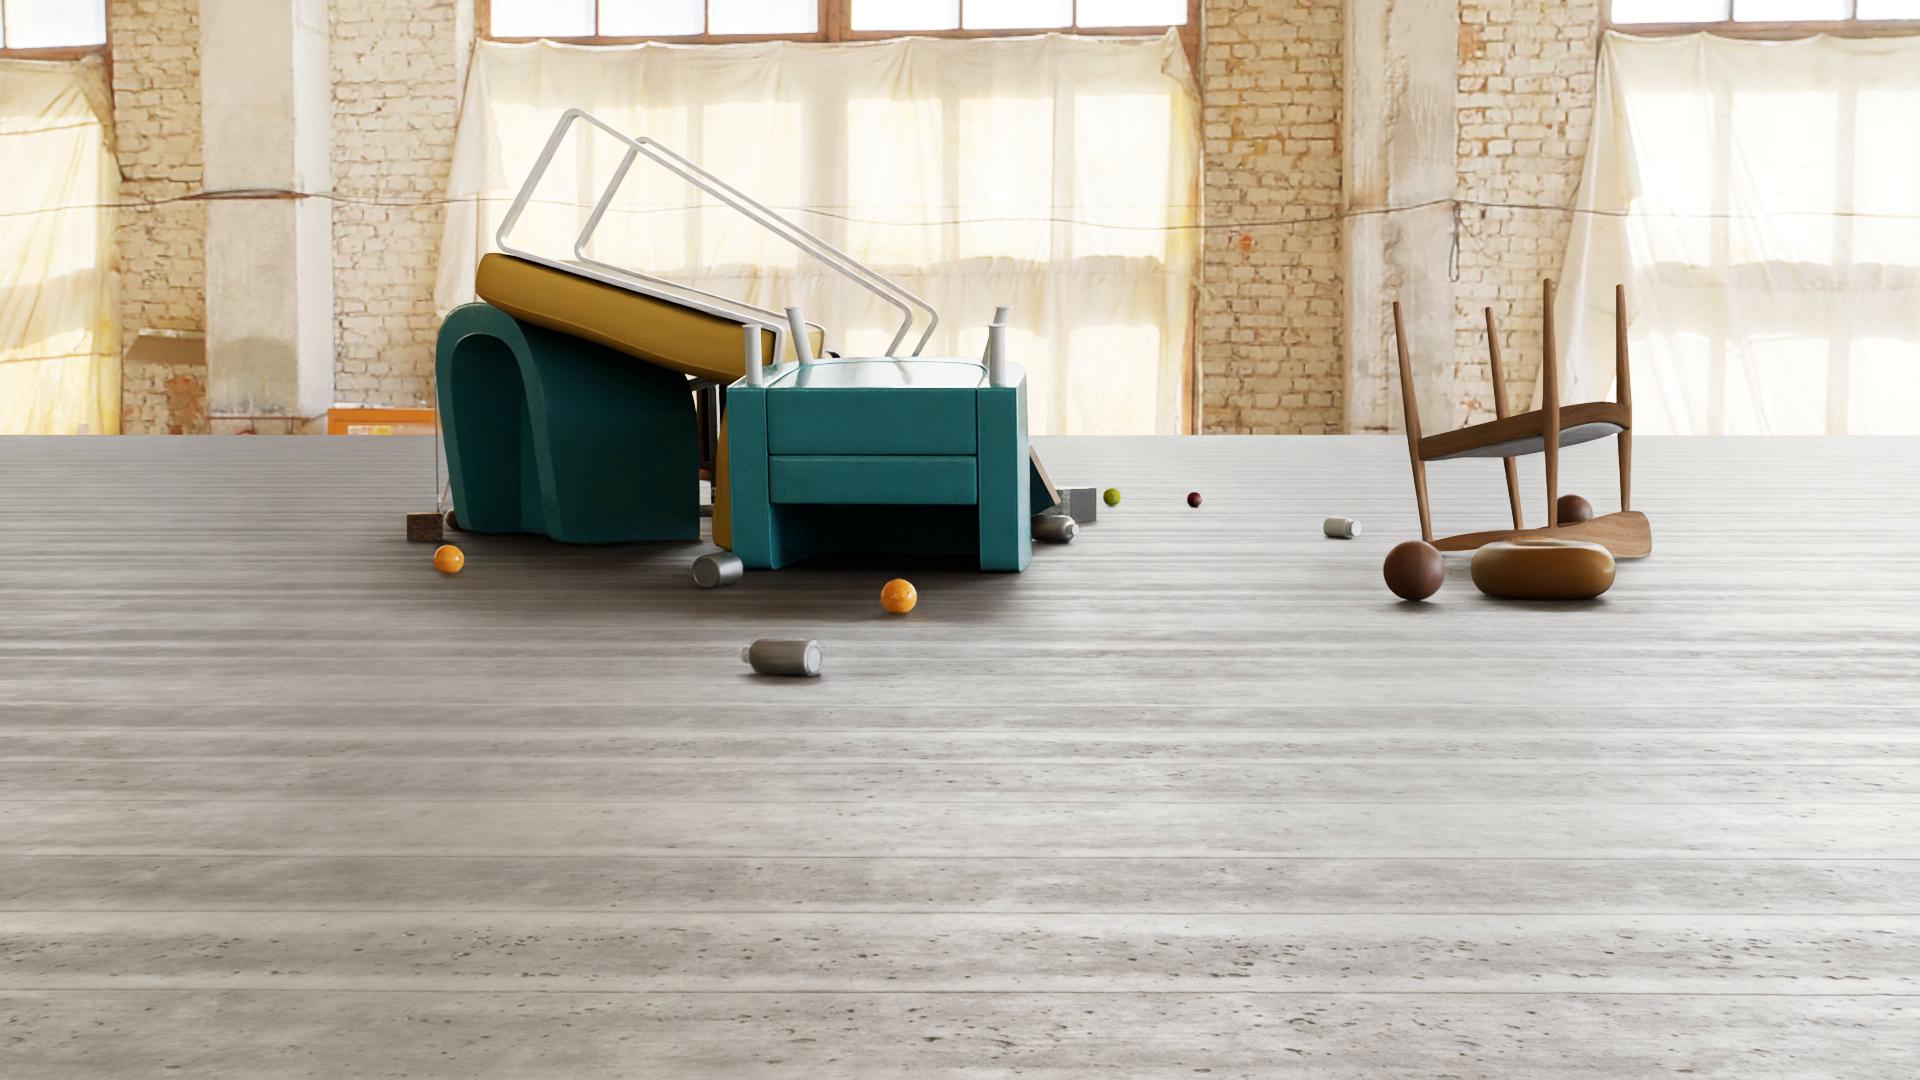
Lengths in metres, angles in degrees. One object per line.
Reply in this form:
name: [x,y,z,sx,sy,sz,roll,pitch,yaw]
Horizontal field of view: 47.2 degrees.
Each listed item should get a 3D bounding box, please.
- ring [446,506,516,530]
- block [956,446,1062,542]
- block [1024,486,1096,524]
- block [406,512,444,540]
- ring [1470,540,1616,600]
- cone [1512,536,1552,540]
ring: [-1.543,-0.070,7.074,0.223,0.068,0.187,0,5,-7]
block: [0.145,-0.140,6.546,0.237,0.190,0.178,-28,0,9]
block: [0.315,-0.122,7.495,0.237,0.114,0.185,3,5,41]
block: [-1.604,-0.042,6.592,0.105,0.077,0.112,-1,4,-14]
ring: [1.267,0.064,4.787,0.264,0.115,0.320,-6,5,-44]
cone: [1.453,0.056,5.438,0.188,0.082,0.191,1,16,-11]
